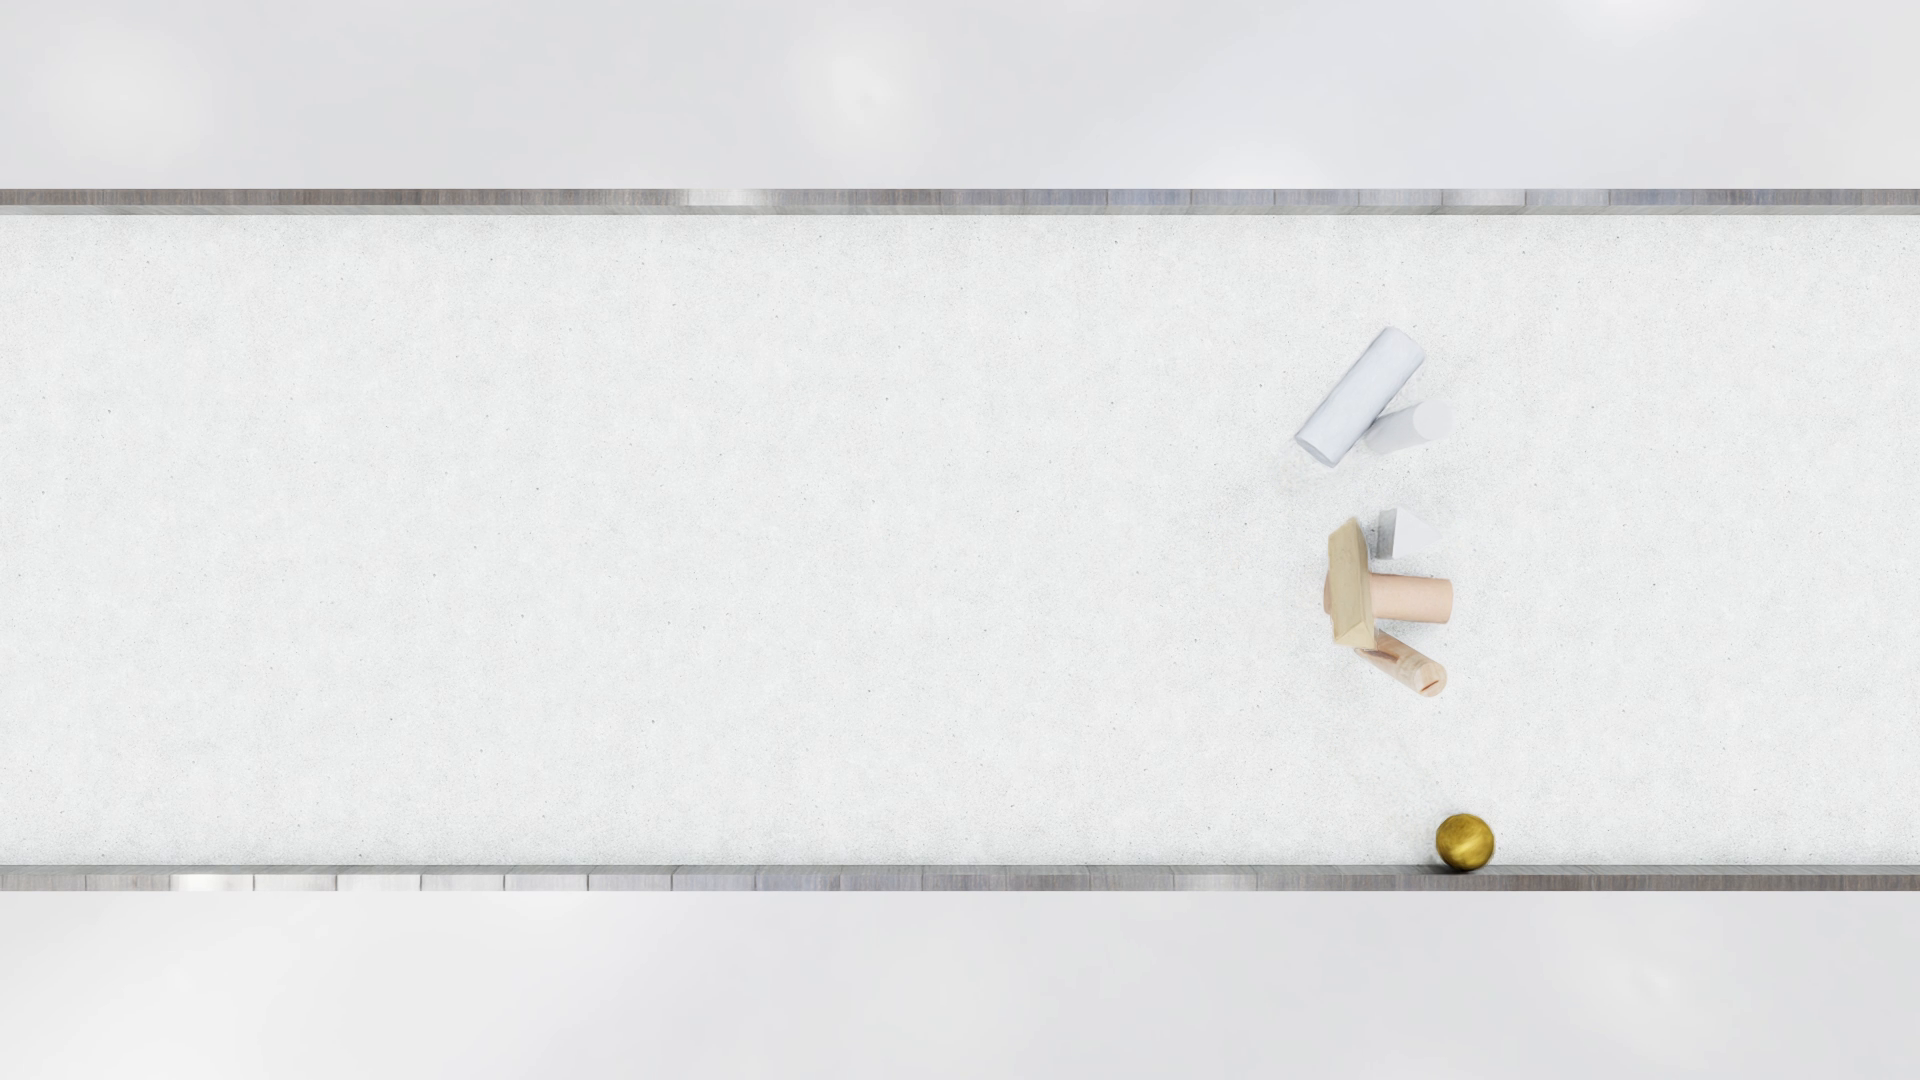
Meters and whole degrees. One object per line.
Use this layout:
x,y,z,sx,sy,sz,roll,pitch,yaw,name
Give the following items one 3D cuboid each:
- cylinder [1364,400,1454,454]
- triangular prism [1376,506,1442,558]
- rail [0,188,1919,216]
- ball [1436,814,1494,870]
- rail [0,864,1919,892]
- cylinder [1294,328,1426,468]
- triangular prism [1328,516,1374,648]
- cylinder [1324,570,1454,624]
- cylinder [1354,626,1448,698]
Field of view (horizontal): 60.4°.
1.316,-0.330,4.855,0.116,0.436,0.116,0,88,-4,cylinder
1.295,-0.034,4.867,0.148,0.413,0.128,-25,86,7,triangular prism
-2.247,-1.025,5.002,12.000,0.150,0.050,0,90,0,rail
1.527,0.914,4.991,0.171,0.171,0.171,0,90,0,ball
-2.247,1.025,5.001,12.000,0.150,0.050,0,90,0,rail
1.211,-0.430,5.000,0.154,0.154,0.428,40,90,0,cylinder
1.167,0.116,4.881,0.117,0.102,0.434,7,46,2,triangular prism
1.298,0.173,5.008,0.359,0.138,0.138,5,90,0,cylinder
1.295,0.355,4.871,0.105,0.398,0.105,-3,103,-12,cylinder
